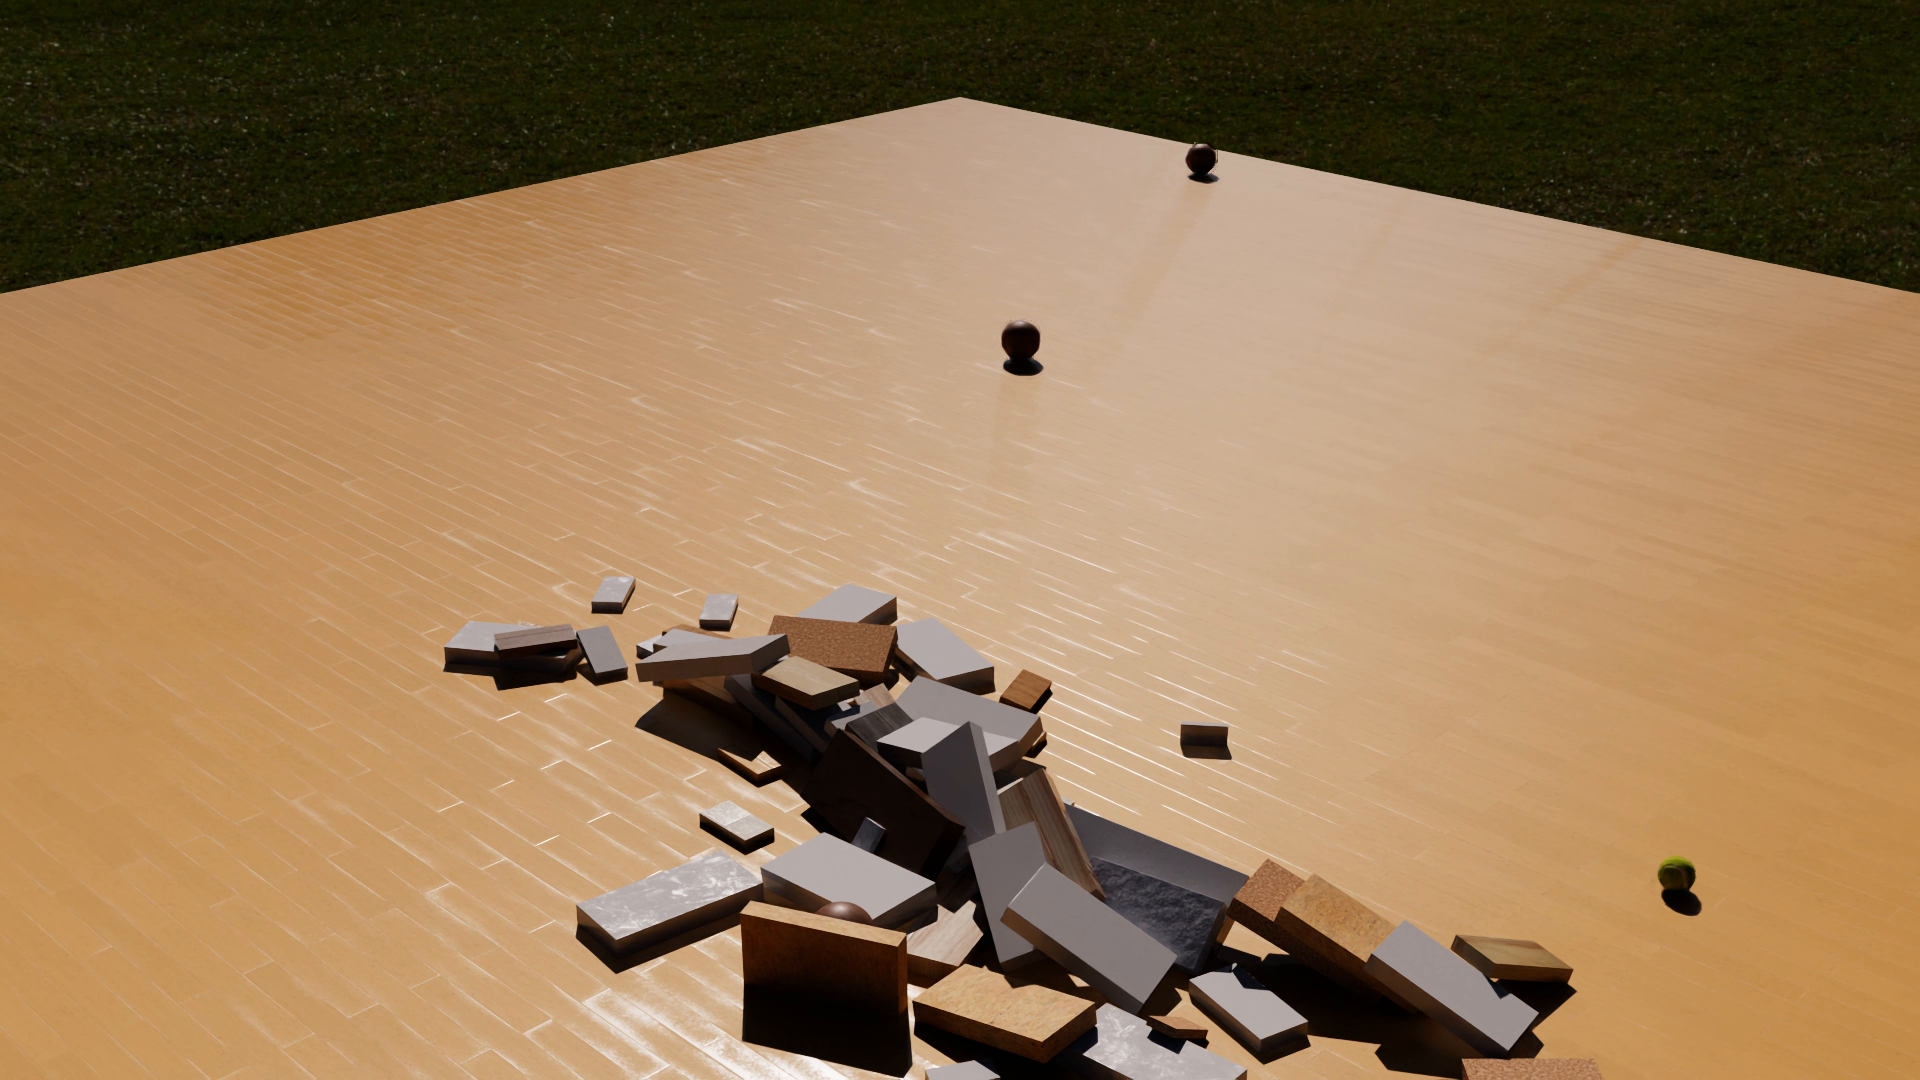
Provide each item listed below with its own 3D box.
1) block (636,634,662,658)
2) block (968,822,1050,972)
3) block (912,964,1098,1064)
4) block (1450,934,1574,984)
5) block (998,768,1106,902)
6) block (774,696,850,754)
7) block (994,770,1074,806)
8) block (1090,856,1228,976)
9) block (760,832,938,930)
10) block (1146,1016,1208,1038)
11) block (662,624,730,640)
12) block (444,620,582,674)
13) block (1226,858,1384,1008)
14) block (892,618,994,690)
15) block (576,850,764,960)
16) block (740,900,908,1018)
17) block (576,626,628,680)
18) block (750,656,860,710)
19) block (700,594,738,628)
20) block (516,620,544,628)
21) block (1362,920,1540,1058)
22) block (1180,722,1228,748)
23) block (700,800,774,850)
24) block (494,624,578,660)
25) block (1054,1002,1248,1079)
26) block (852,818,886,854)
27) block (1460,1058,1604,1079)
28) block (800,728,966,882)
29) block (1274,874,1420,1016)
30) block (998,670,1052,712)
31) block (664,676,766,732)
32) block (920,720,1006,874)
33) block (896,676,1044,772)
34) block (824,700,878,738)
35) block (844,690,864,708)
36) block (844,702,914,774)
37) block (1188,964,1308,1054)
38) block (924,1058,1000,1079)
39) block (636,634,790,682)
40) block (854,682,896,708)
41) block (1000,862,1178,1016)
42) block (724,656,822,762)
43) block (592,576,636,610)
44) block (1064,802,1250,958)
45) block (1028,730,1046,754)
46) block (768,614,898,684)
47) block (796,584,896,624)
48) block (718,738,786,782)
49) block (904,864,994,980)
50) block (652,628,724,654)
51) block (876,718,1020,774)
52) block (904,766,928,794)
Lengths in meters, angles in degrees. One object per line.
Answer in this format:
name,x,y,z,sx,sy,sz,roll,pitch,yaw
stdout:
block,-0.674,0.263,5.113,0.152,0.022,0.076,20,30,39
block,0.110,0.648,4.007,0.132,0.037,0.265,-21,46,4
block,0.075,0.805,3.753,0.288,0.041,0.144,8,23,40
block,0.976,0.741,3.887,0.203,0.029,0.102,11,14,-33
block,0.148,0.585,4.107,0.153,0.043,0.307,-33,44,8
block,-0.276,0.391,4.672,0.120,0.034,0.240,-16,40,-35
block,0.105,0.506,4.290,0.213,0.030,0.107,21,31,31
block,0.335,0.682,3.998,0.273,0.039,0.136,16,66,29
block,-0.210,0.647,4.125,0.161,0.046,0.321,-25,28,-37
block,0.368,0.826,3.726,0.057,0.016,0.113,18,0,37
block,-0.597,0.237,5.133,0.177,0.025,0.089,14,15,22
block,-1.033,0.249,5.121,0.293,0.041,0.146,5,23,11
block,0.645,0.700,3.935,0.307,0.043,0.153,30,33,19
block,-0.058,0.267,5.077,0.148,0.042,0.297,-12,26,-26
block,-0.540,0.678,4.109,0.315,0.042,0.149,-17,28,-34
block,-0.238,0.733,3.844,0.297,0.149,0.042,8,25,19
block,-0.825,0.259,5.066,0.076,0.022,0.152,-10,42,-24
block,-0.333,0.305,4.713,0.120,0.034,0.240,-16,20,-35
block,-0.584,0.171,5.331,0.074,0.021,0.148,1,23,2
block,-1.020,0.217,5.232,0.101,0.014,0.050,11,25,24
block,0.841,0.773,3.770,0.273,0.039,0.136,34,35,22
block,0.523,0.417,4.714,0.101,0.050,0.014,2,23,6
block,-0.446,0.569,4.394,0.074,0.021,0.148,-20,30,-39
block,-0.979,0.234,5.071,0.177,0.025,0.089,-8,24,-18
block,0.316,0.872,3.653,0.288,0.041,0.144,18,29,37
block,-0.187,0.592,4.251,0.014,0.101,0.050,30,-2,-43
block,0.945,0.895,3.614,0.221,0.029,0.102,0,23,0
block,-0.158,0.531,4.308,0.046,0.161,0.432,28,3,-38
block,0.711,0.710,3.874,0.289,0.039,0.136,32,34,21
block,0.146,0.340,4.910,0.072,0.021,0.145,23,29,14
block,-0.506,0.334,4.919,0.308,0.044,0.154,21,30,40
block,0.006,0.492,4.220,0.037,0.132,0.265,31,33,-39
block,-0.002,0.399,4.693,0.321,0.046,0.161,16,47,32
block,-0.162,0.440,4.572,0.120,0.034,0.240,-20,51,-39
block,-0.272,0.342,4.931,0.127,0.018,0.063,20,30,39
block,-0.103,0.454,4.519,0.135,0.038,0.270,-21,52,-39
block,0.498,0.810,3.814,0.102,0.029,0.203,-13,26,-28
block,0.004,0.890,3.642,0.113,0.016,0.057,-7,24,-16
block,-0.547,0.261,4.861,0.308,0.044,0.154,-6,11,29
block,-0.168,0.370,4.725,0.072,0.021,0.145,-23,39,-13
block,0.228,0.704,3.882,0.288,0.041,0.144,34,39,12
block,-0.358,0.359,4.773,0.154,0.044,0.308,-19,42,-38
block,-0.854,0.131,5.424,0.076,0.022,0.152,2,23,4
block,0.329,0.628,4.093,0.405,0.043,0.153,19,64,30
block,0.106,0.422,4.740,0.145,0.021,0.072,10,25,22
block,-0.302,0.251,5.053,0.293,0.041,0.146,5,44,11
block,-0.291,0.190,5.260,0.146,0.041,0.292,13,26,28
block,-0.439,0.464,4.640,0.074,0.021,0.148,-18,29,-36
block,0.004,0.702,4.059,0.132,0.037,0.329,10,25,22
block,-0.569,0.253,5.020,0.254,0.025,0.089,10,25,23
block,-0.025,0.420,4.420,0.270,0.038,0.135,9,24,43
block,0.030,0.516,4.408,0.135,0.038,0.270,-20,45,-39
